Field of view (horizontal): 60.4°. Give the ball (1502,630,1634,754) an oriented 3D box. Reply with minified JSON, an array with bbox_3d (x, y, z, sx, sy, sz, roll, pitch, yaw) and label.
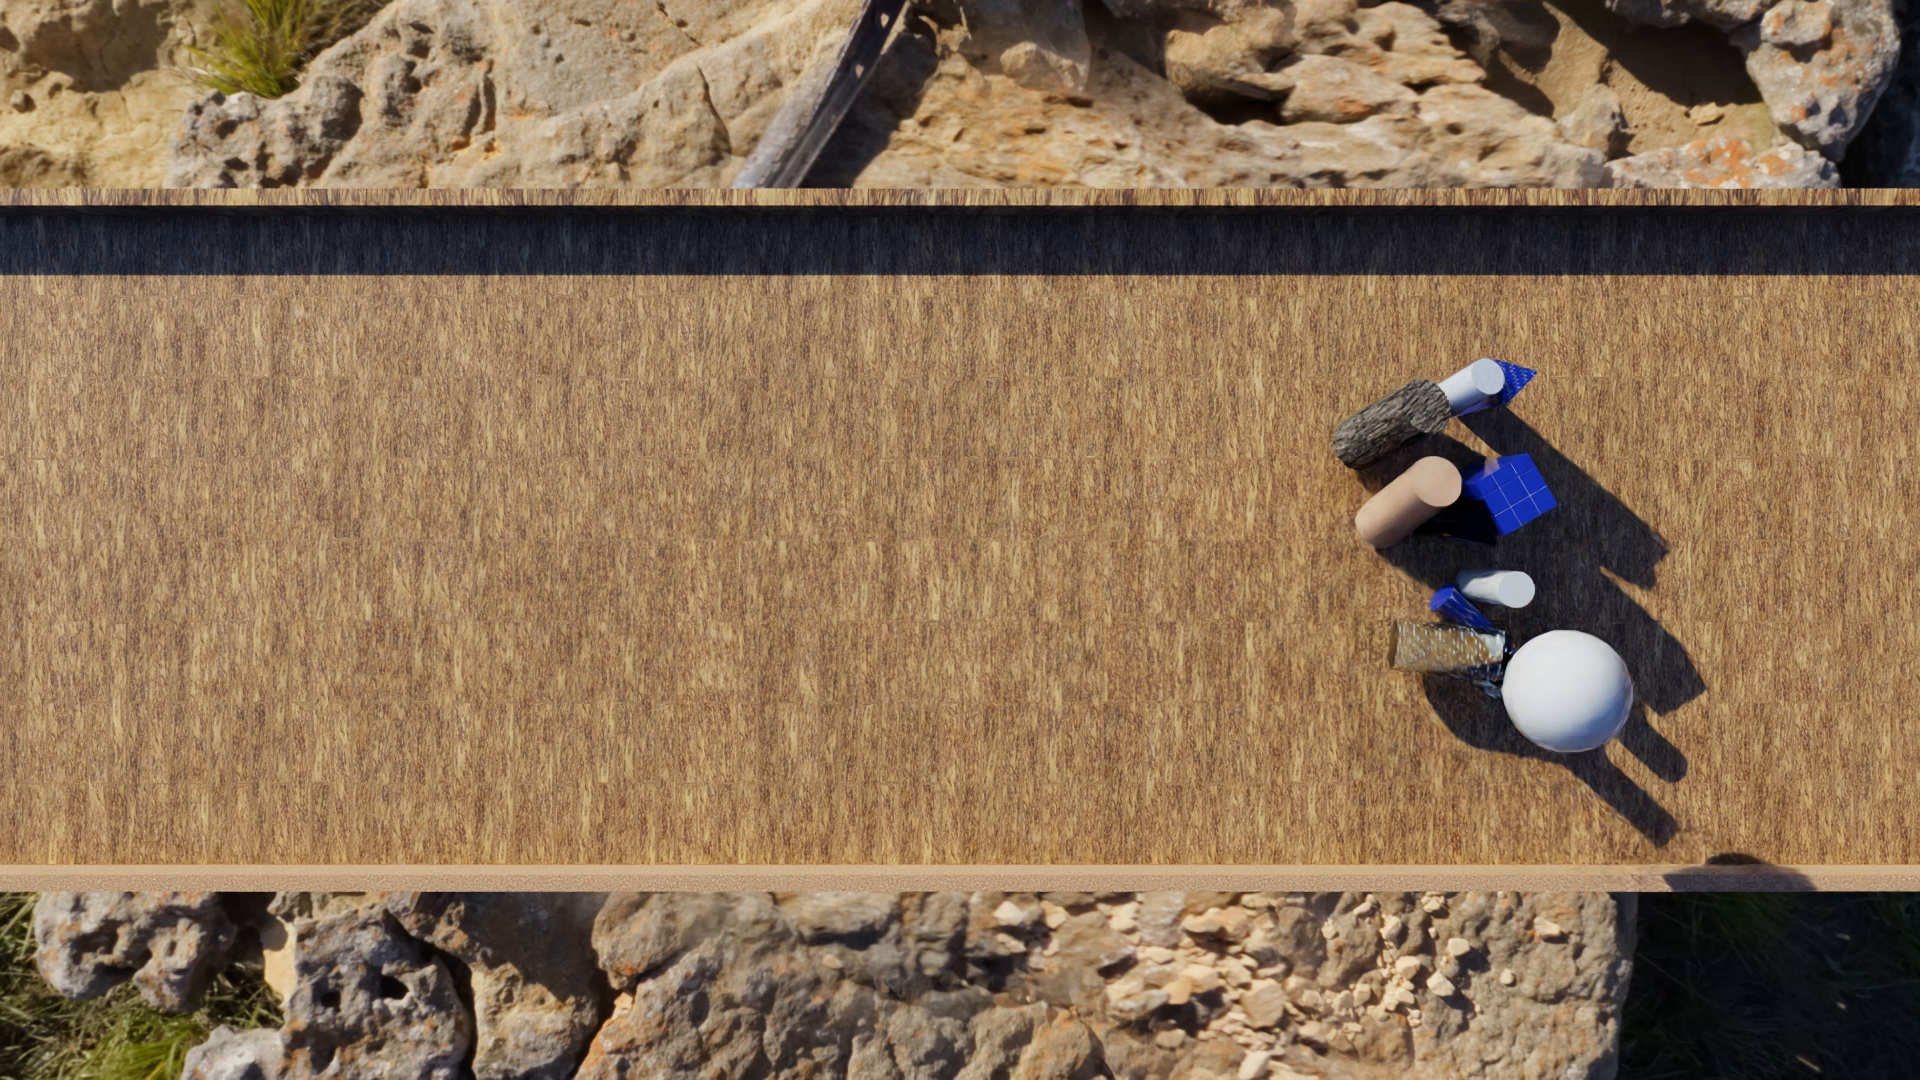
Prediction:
[{"bbox_3d":[1.626,0.405,4.418,0.329,0.329,0.329,0,90,0],"label":"ball"}]

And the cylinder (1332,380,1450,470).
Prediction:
[{"bbox_3d":[1.269,-0.336,4.873,0.161,0.373,0.161,5,74,-18],"label":"cylinder"}]

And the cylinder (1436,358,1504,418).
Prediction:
[{"bbox_3d":[1.419,-0.405,4.844,0.106,0.459,0.106,4,75,-15],"label":"cylinder"}]

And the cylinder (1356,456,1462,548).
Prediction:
[{"bbox_3d":[1.318,-0.109,4.862,0.154,0.399,0.154,3,73,-9],"label":"cylinder"}]

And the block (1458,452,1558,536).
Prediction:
[{"bbox_3d":[1.560,-0.128,4.851,0.169,0.450,0.169,-30,90,0],"label":"block"}]

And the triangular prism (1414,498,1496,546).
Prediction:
[{"bbox_3d":[1.451,-0.065,4.857,0.135,0.431,0.117,12,92,-2],"label":"triangular prism"}]

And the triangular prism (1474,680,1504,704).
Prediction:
[{"bbox_3d":[1.660,0.441,4.896,0.098,0.353,0.113,-45,120,-2],"label":"triangular prism"}]

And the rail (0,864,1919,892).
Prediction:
[{"bbox_3d":[-2.247,1.025,5.001,12.000,0.150,0.050,0,90,0],"label":"rail"}]

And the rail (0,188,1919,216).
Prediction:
[{"bbox_3d":[-2.247,-1.025,5.002,12.000,0.150,0.050,0,90,0],"label":"rail"}]

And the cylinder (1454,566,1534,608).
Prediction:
[{"bbox_3d":[1.568,0.136,4.850,0.103,0.449,0.103,0,91,2],"label":"cylinder"}]

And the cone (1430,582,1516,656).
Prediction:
[{"bbox_3d":[1.609,0.277,5.051,0.359,0.103,0.103,37,90,-8],"label":"cone"}]

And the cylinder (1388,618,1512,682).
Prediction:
[{"bbox_3d":[1.450,0.327,4.892,0.327,0.156,0.156,6,90,6],"label":"cylinder"}]

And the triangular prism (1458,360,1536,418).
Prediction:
[{"bbox_3d":[1.545,-0.465,4.873,0.125,0.401,0.108,-44,90,-3],"label":"triangular prism"}]
